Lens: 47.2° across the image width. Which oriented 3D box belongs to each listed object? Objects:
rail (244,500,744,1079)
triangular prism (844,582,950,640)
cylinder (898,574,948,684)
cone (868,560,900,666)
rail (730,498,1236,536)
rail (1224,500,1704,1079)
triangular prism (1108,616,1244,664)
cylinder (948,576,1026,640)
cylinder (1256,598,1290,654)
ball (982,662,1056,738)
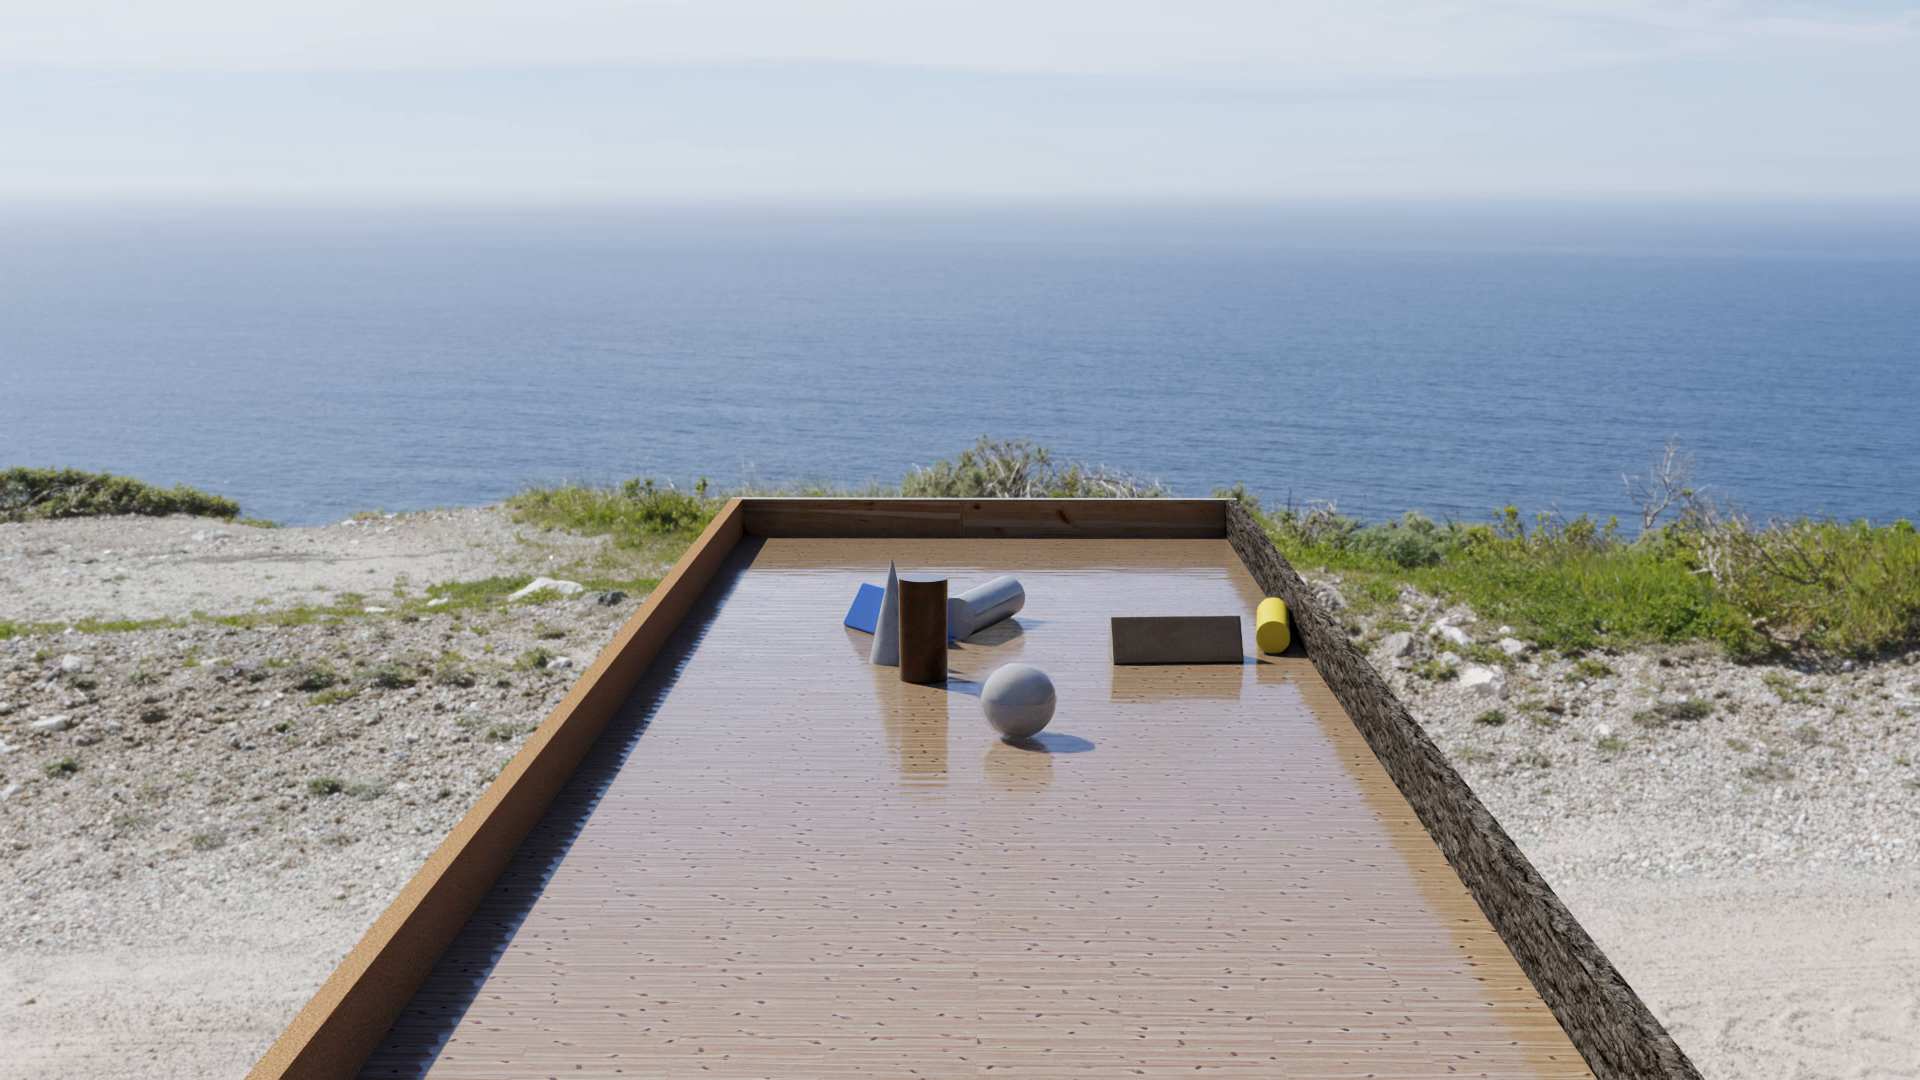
[{"bbox_3d":[-1.004,0.839,3.234,0.050,0.150,12.000,0,9,1],"label":"rail"},{"bbox_3d":[-0.204,0.232,7.092,0.155,0.134,0.409,-6,11,-33],"label":"triangular prism"},{"bbox_3d":[-0.107,0.258,6.421,0.143,0.300,0.143,0,9,0],"label":"cylinder"},{"bbox_3d":[-0.205,0.209,6.665,0.145,0.321,0.145,0,9,0],"label":"cone"},{"bbox_3d":[0.099,-0.098,9.147,2.100,0.150,0.050,0,9,1],"label":"rail"},{"bbox_3d":[1.046,0.843,3.208,0.050,0.150,12.000,0,9,1],"label":"rail"},{"bbox_3d":[0.656,0.296,6.705,0.396,0.130,0.150,-1,9,-3],"label":"triangular prism"},{"bbox_3d":[0.070,0.220,7.182,0.138,0.138,0.432,4,10,23],"label":"cylinder"},{"bbox_3d":[0.993,0.270,6.974,0.105,0.105,0.398,1,9,8],"label":"cylinder"},{"bbox_3d":[0.154,0.418,5.742,0.198,0.198,0.198,0,9,0],"label":"ball"}]
